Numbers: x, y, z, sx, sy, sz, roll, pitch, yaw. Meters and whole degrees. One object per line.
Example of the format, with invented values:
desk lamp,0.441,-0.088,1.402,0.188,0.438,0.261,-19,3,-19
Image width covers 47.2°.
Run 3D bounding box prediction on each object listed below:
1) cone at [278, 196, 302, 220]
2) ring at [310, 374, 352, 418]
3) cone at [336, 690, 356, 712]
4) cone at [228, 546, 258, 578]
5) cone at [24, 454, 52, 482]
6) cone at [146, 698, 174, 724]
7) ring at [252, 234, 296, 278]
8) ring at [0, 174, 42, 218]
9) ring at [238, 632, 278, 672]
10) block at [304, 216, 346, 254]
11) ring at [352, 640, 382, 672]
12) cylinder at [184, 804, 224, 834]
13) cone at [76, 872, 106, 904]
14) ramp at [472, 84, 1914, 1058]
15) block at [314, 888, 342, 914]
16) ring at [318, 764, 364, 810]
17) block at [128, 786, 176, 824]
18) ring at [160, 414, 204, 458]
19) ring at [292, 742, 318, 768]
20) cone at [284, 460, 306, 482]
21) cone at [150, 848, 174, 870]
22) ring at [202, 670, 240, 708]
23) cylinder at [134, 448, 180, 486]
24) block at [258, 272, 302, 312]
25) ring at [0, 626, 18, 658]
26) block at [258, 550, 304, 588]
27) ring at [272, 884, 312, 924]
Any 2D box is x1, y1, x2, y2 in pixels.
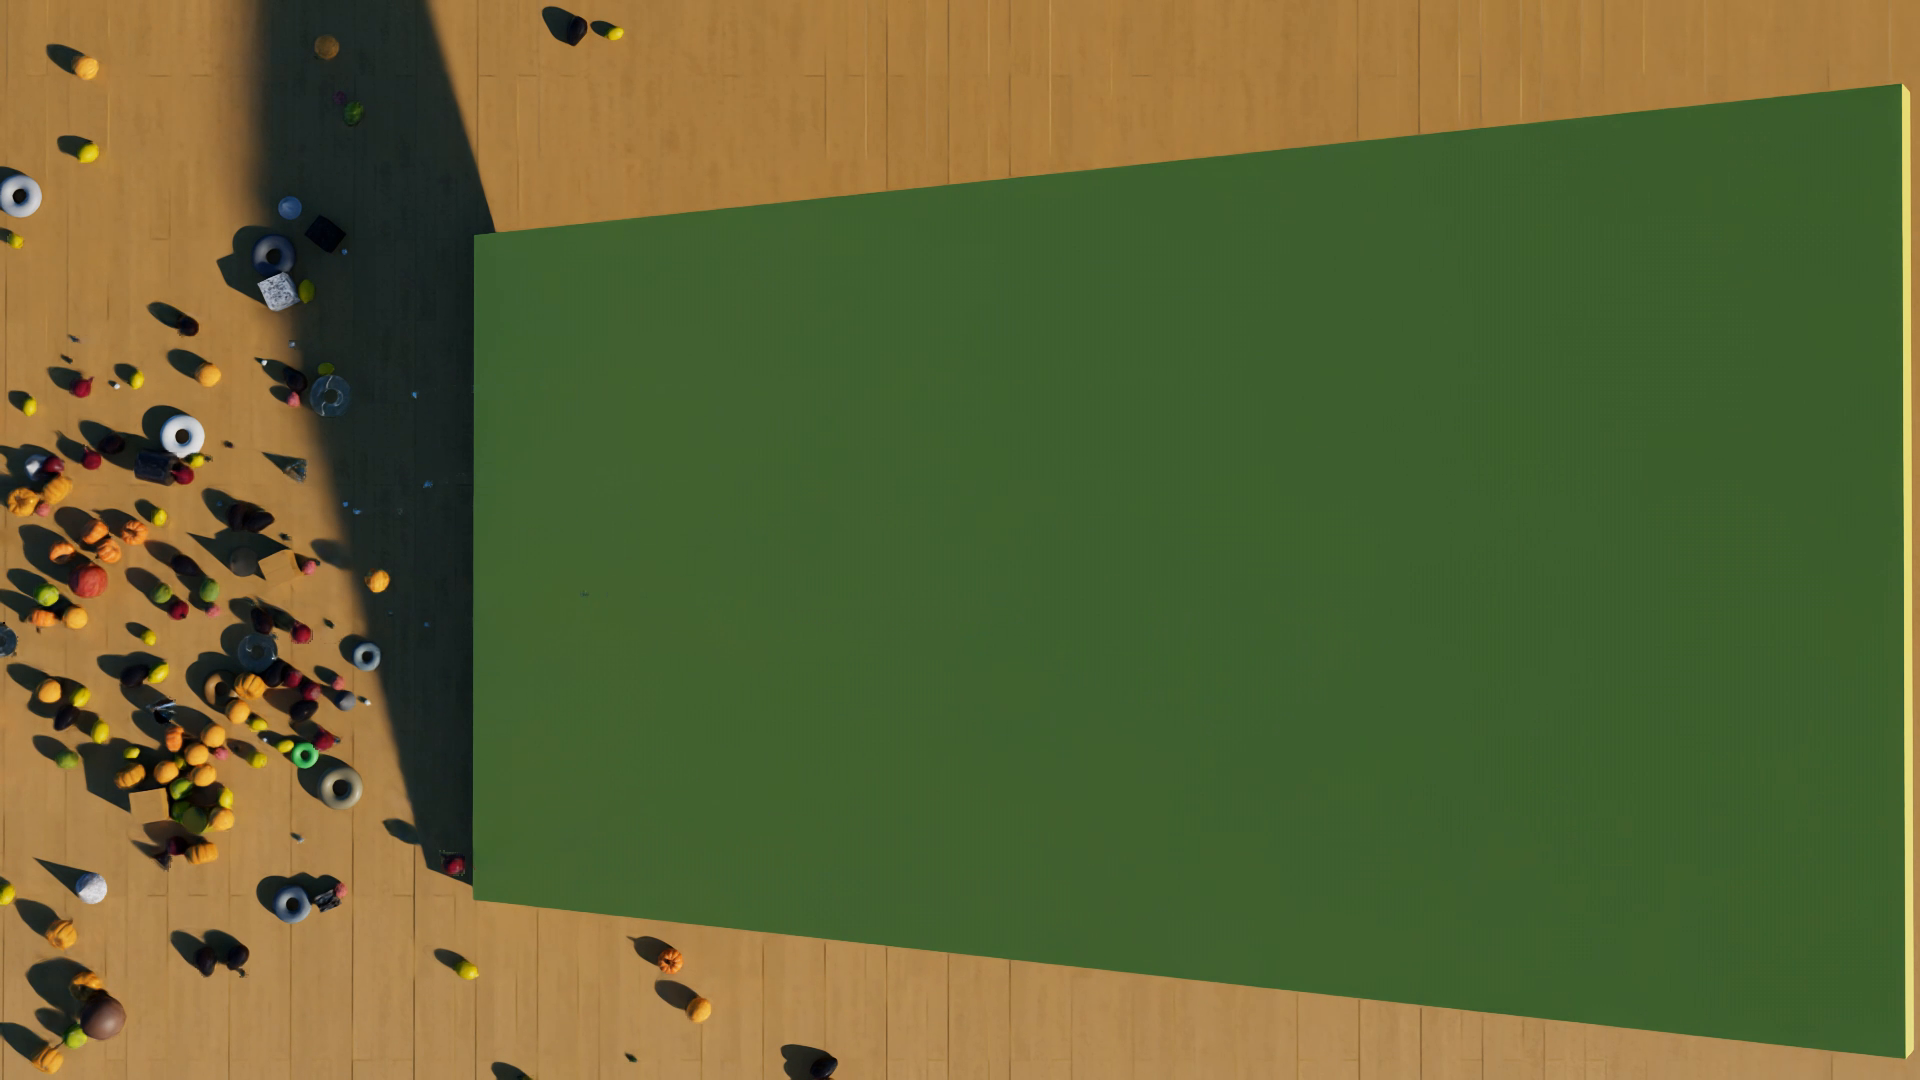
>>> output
cone,-2.045,-1.014,6.676,0.072,0.072,0.072,0,89,0
ring,-1.912,-0.437,6.685,0.132,0.044,0.132,0,90,-1
cone,-1.872,0.490,6.666,0.064,0.064,0.064,0,89,0
cone,-2.185,0.066,6.655,0.094,0.094,0.094,0,89,0
cone,-2.811,-0.221,6.662,0.084,0.084,0.084,0,89,0
cone,-2.445,0.513,6.680,0.080,0.080,0.080,9,89,27
ring,-2.087,-0.863,6.688,0.137,0.046,0.137,0,91,0
ring,-2.861,-1.047,6.690,0.132,0.044,0.132,0,89,-1
ring,-2.133,0.340,6.679,0.123,0.041,0.123,0,88,0
block,-1.925,-0.928,6.672,0.076,0.076,0.076,38,90,0
ring,-1.803,0.353,6.684,0.092,0.031,0.092,0,89,1
cylinder,-2.283,0.844,6.641,0.085,0.085,0.085,-1,88,16
cone,-2.644,1.059,6.645,0.096,0.096,0.096,0,89,0
ramp,0.262,0.072,5.605,4.000,0.100,2.000,0,89,32
block,-1.916,1.093,6.666,0.053,0.053,0.053,-24,90,0
ring,-1.881,0.750,6.672,0.140,0.047,0.140,0,88,-1
block,-2.441,0.801,6.647,0.095,0.095,0.095,-8,89,0
ring,-2.364,-0.316,6.683,0.134,0.045,0.134,0,91,0
ring,-1.991,0.653,6.683,0.083,0.028,0.083,0,91,0
cone,-2.006,-0.221,6.689,0.066,0.066,0.066,30,63,0
cone,-2.412,0.960,6.680,0.061,0.061,0.061,40,63,0
ring,-2.244,0.450,6.679,0.117,0.039,0.117,0,90,-1
cylinder,-2.431,-0.220,6.655,0.097,0.097,0.097,13,89,1
block,-2.061,-0.752,6.667,0.083,0.083,0.083,-25,90,0
ring,-2.914,0.308,6.683,0.098,0.033,0.098,0,89,1
block,-2.055,0.086,6.658,0.087,0.087,0.087,-25,90,0
ring,-2.026,1.104,6.673,0.118,0.039,0.118,0,88,-1
